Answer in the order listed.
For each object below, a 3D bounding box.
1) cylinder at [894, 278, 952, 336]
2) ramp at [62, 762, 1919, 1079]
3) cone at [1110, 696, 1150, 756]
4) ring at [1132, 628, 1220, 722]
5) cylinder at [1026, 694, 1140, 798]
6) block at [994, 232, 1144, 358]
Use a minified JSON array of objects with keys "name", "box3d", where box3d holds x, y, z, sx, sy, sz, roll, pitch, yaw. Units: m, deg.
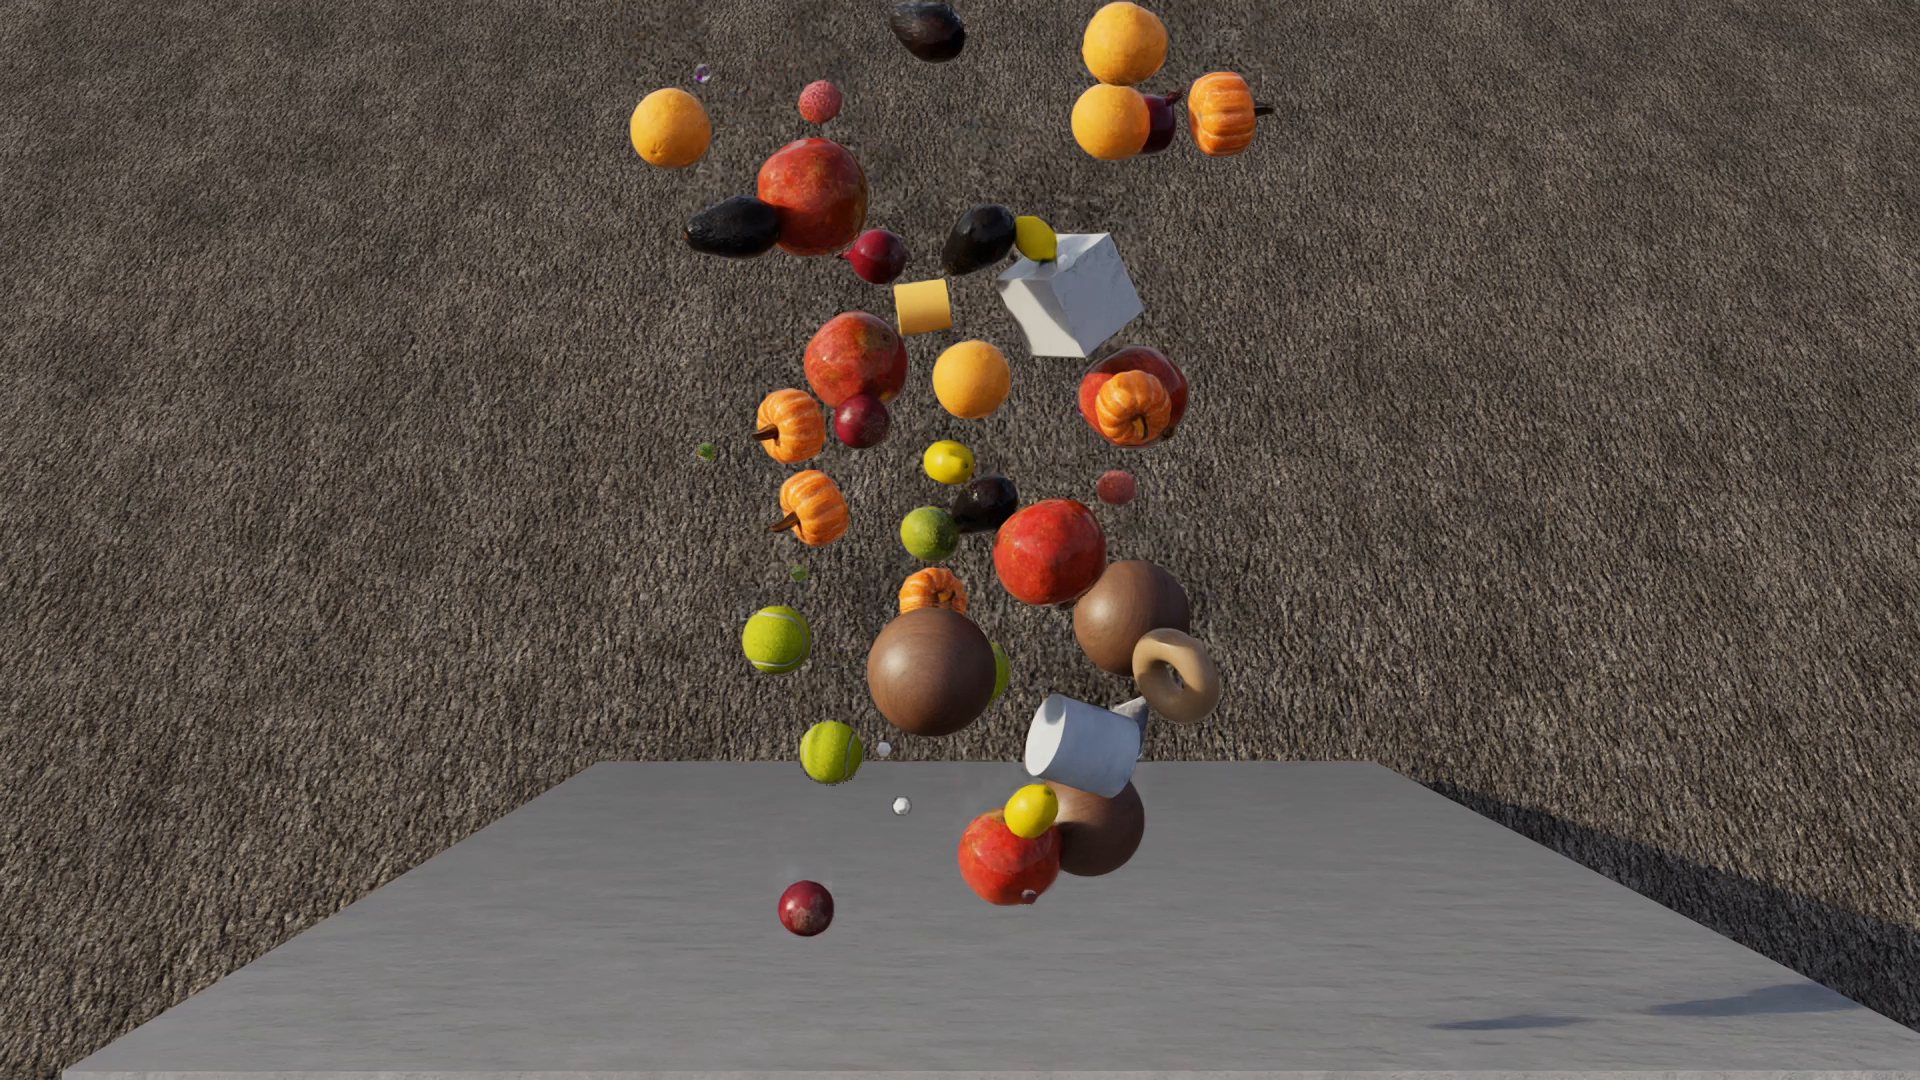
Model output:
[{"name":"cylinder","box3d":[-0.039,-0.242,2.683,0.052,0.052,0.052,-8,31,-3]},{"name":"ramp","box3d":[0.069,0.610,4.681,2.000,0.100,4.000,0,0,0]},{"name":"cone","box3d":[0.199,0.199,2.958,0.071,0.071,0.071,28,27,-16]},{"name":"ring","box3d":[0.222,0.140,2.674,0.106,0.106,0.035,26,42,36]},{"name":"cylinder","box3d":[0.134,0.225,2.833,0.093,0.093,0.093,19,26,-19]},{"name":"block","box3d":[0.113,-0.253,2.674,0.092,0.092,0.092,-39,26,-27]}]
